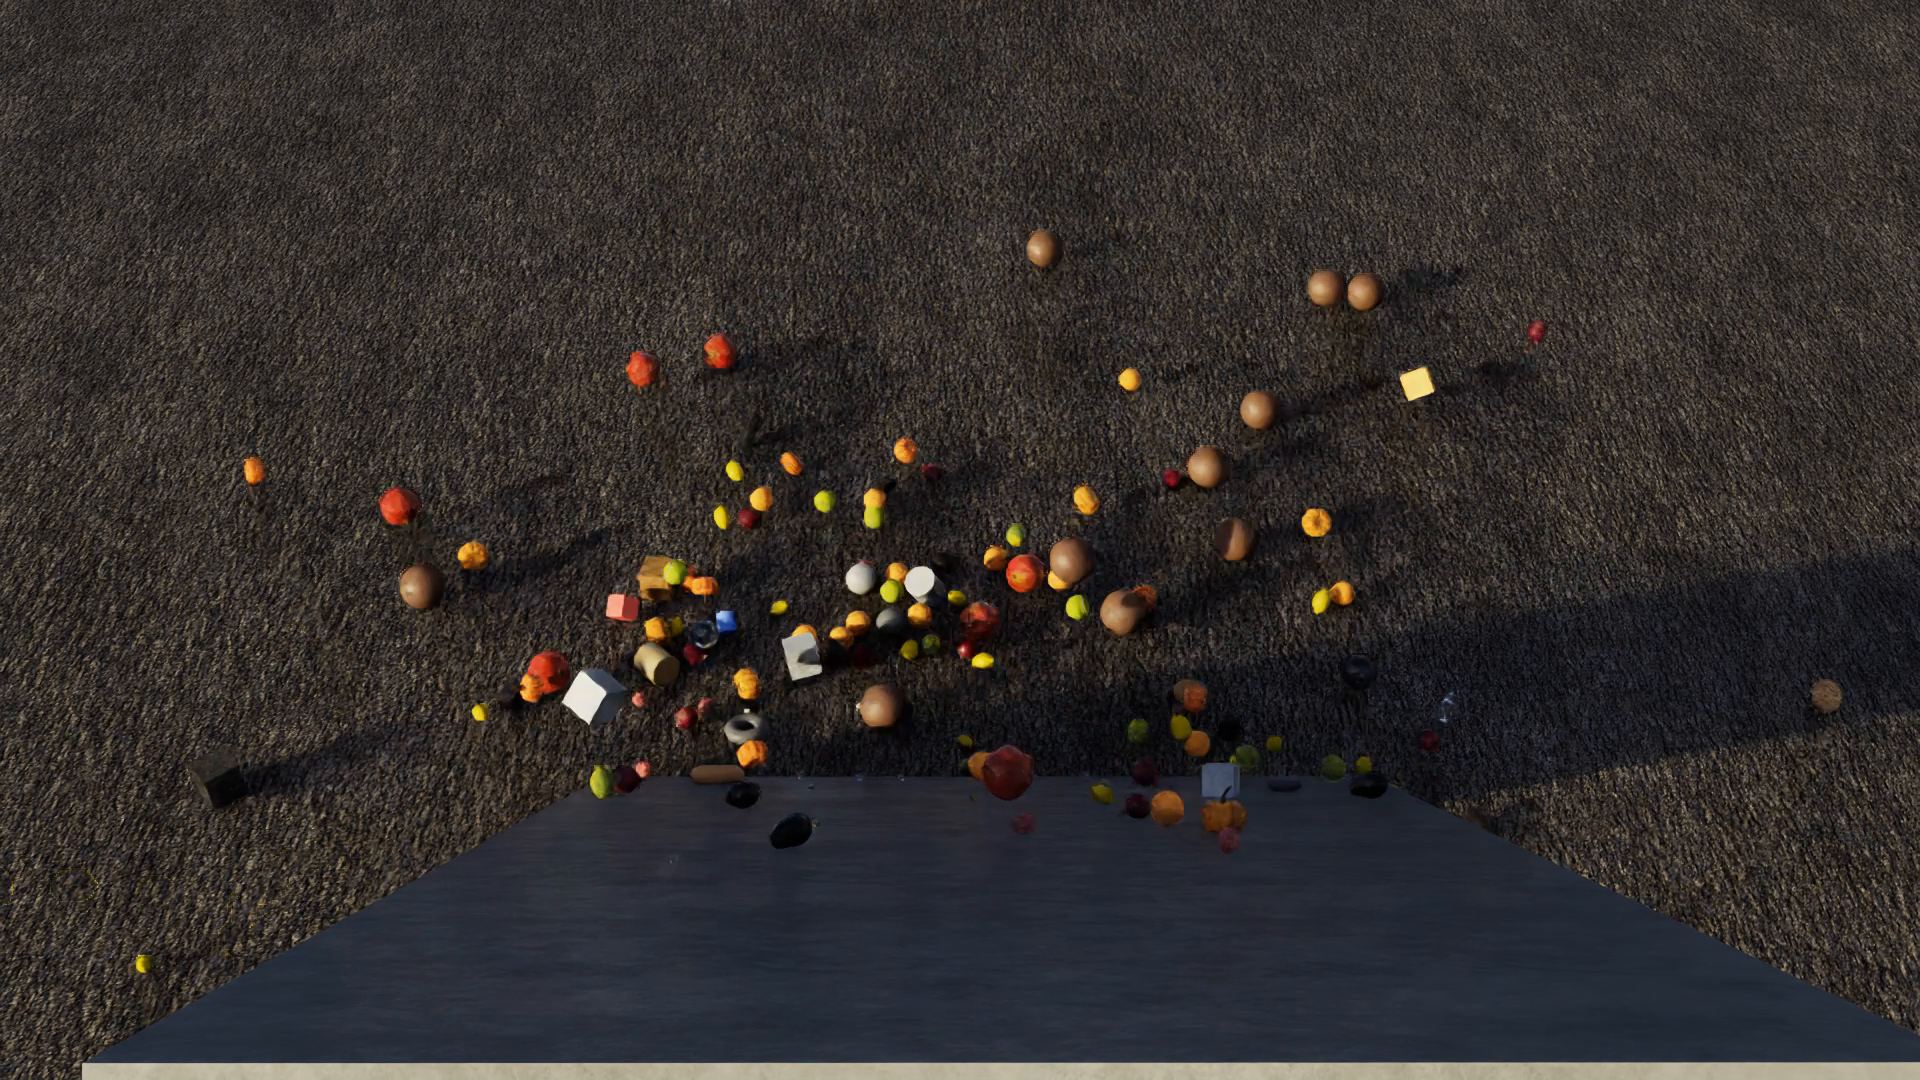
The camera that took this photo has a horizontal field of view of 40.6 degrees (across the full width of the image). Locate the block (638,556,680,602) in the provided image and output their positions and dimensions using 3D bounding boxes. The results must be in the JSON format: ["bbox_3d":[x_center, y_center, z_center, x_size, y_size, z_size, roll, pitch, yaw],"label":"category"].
[{"bbox_3d":[-0.877,0.113,7.563,0.090,0.090,0.090,4,38,12],"label":"block"}]

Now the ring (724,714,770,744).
[{"bbox_3d":[-0.577,0.511,7.017,0.122,0.041,0.122,-2,30,1],"label":"ring"}]

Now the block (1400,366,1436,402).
[{"bbox_3d":[1.503,-0.515,8.510,0.087,0.087,0.087,-21,2,16],"label":"block"}]

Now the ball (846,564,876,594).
[{"bbox_3d":[-0.290,0.114,7.595,0.090,0.090,0.090,0,33,0],"label":"ball"}]

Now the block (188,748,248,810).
[{"bbox_3d":[-1.939,0.624,6.777,0.097,0.097,0.097,-29,42,-27],"label":"block"}]

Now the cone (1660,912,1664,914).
[{"bbox_3d":[1.685,0.925,6.344,0.055,0.055,0.055,24,39,24],"label":"cone"}]

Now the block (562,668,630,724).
[{"bbox_3d":[-0.932,0.400,6.635,0.100,0.100,0.100,37,15,23],"label":"block"}]

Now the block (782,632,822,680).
[{"bbox_3d":[-0.436,0.321,7.152,0.086,0.086,0.086,-14,29,-7],"label":"block"}]

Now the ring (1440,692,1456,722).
[{"bbox_3d":[1.328,0.456,7.057,0.029,0.087,0.087,18,36,20],"label":"ring"}]

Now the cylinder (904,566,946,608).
[{"bbox_3d":[-0.101,0.135,7.508,0.092,0.092,0.092,-8,65,17],"label":"cylinder"}]

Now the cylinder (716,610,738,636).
[{"bbox_3d":[-0.666,0.238,7.403,0.059,0.059,0.059,-5,74,-8],"label":"cylinder"}]

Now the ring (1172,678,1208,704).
[{"bbox_3d":[0.638,0.419,7.169,0.098,0.033,0.098,3,34,-2],"label":"ring"}]

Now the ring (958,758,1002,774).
[{"bbox_3d":[0.051,0.597,6.850,0.117,0.039,0.117,-2,0,0],"label":"ring"}]

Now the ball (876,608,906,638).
[{"bbox_3d":[-0.197,0.237,7.406,0.086,0.086,0.086,0,33,0],"label":"ball"}]

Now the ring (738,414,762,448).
[{"bbox_3d":[-0.670,-0.348,8.295,0.040,0.119,0.119,30,34,-6],"label":"ring"}]

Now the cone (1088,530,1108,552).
[{"bbox_3d":[0.418,-0.006,7.811,0.059,0.059,0.059,0,33,0],"label":"cone"}]

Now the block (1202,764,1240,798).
[{"bbox_3d":[0.615,0.568,6.122,0.075,0.075,0.075,0,-1,16],"label":"block"}]

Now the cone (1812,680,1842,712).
[{"bbox_3d":[2.344,0.426,7.077,0.089,0.089,0.089,6,21,-45],"label":"cone"}]

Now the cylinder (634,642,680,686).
[{"bbox_3d":[-0.845,0.347,7.226,0.093,0.093,0.093,-26,40,-34],"label":"cylinder"}]

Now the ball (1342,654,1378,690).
[{"bbox_3d":[1.108,0.367,7.189,0.099,0.099,0.099,0,33,0],"label":"ball"}]

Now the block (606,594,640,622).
[{"bbox_3d":[-0.970,0.195,7.454,0.062,0.062,0.062,0,-13,37],"label":"block"}]

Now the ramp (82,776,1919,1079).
[{"bbox_3d":[0.072,0.634,4.737,2.000,0.100,4.000,0,-1,0],"label":"ramp"}]

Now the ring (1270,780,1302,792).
[{"bbox_3d":[0.787,0.595,6.284,0.078,0.026,0.078,-1,-5,0],"label":"ring"}]

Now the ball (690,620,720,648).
[{"bbox_3d":[-0.724,0.268,7.361,0.081,0.081,0.081,0,33,0],"label":"ball"}]

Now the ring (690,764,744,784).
[{"bbox_3d":[-0.611,0.590,6.523,0.134,0.045,0.134,-1,-1,0],"label":"ring"}]
